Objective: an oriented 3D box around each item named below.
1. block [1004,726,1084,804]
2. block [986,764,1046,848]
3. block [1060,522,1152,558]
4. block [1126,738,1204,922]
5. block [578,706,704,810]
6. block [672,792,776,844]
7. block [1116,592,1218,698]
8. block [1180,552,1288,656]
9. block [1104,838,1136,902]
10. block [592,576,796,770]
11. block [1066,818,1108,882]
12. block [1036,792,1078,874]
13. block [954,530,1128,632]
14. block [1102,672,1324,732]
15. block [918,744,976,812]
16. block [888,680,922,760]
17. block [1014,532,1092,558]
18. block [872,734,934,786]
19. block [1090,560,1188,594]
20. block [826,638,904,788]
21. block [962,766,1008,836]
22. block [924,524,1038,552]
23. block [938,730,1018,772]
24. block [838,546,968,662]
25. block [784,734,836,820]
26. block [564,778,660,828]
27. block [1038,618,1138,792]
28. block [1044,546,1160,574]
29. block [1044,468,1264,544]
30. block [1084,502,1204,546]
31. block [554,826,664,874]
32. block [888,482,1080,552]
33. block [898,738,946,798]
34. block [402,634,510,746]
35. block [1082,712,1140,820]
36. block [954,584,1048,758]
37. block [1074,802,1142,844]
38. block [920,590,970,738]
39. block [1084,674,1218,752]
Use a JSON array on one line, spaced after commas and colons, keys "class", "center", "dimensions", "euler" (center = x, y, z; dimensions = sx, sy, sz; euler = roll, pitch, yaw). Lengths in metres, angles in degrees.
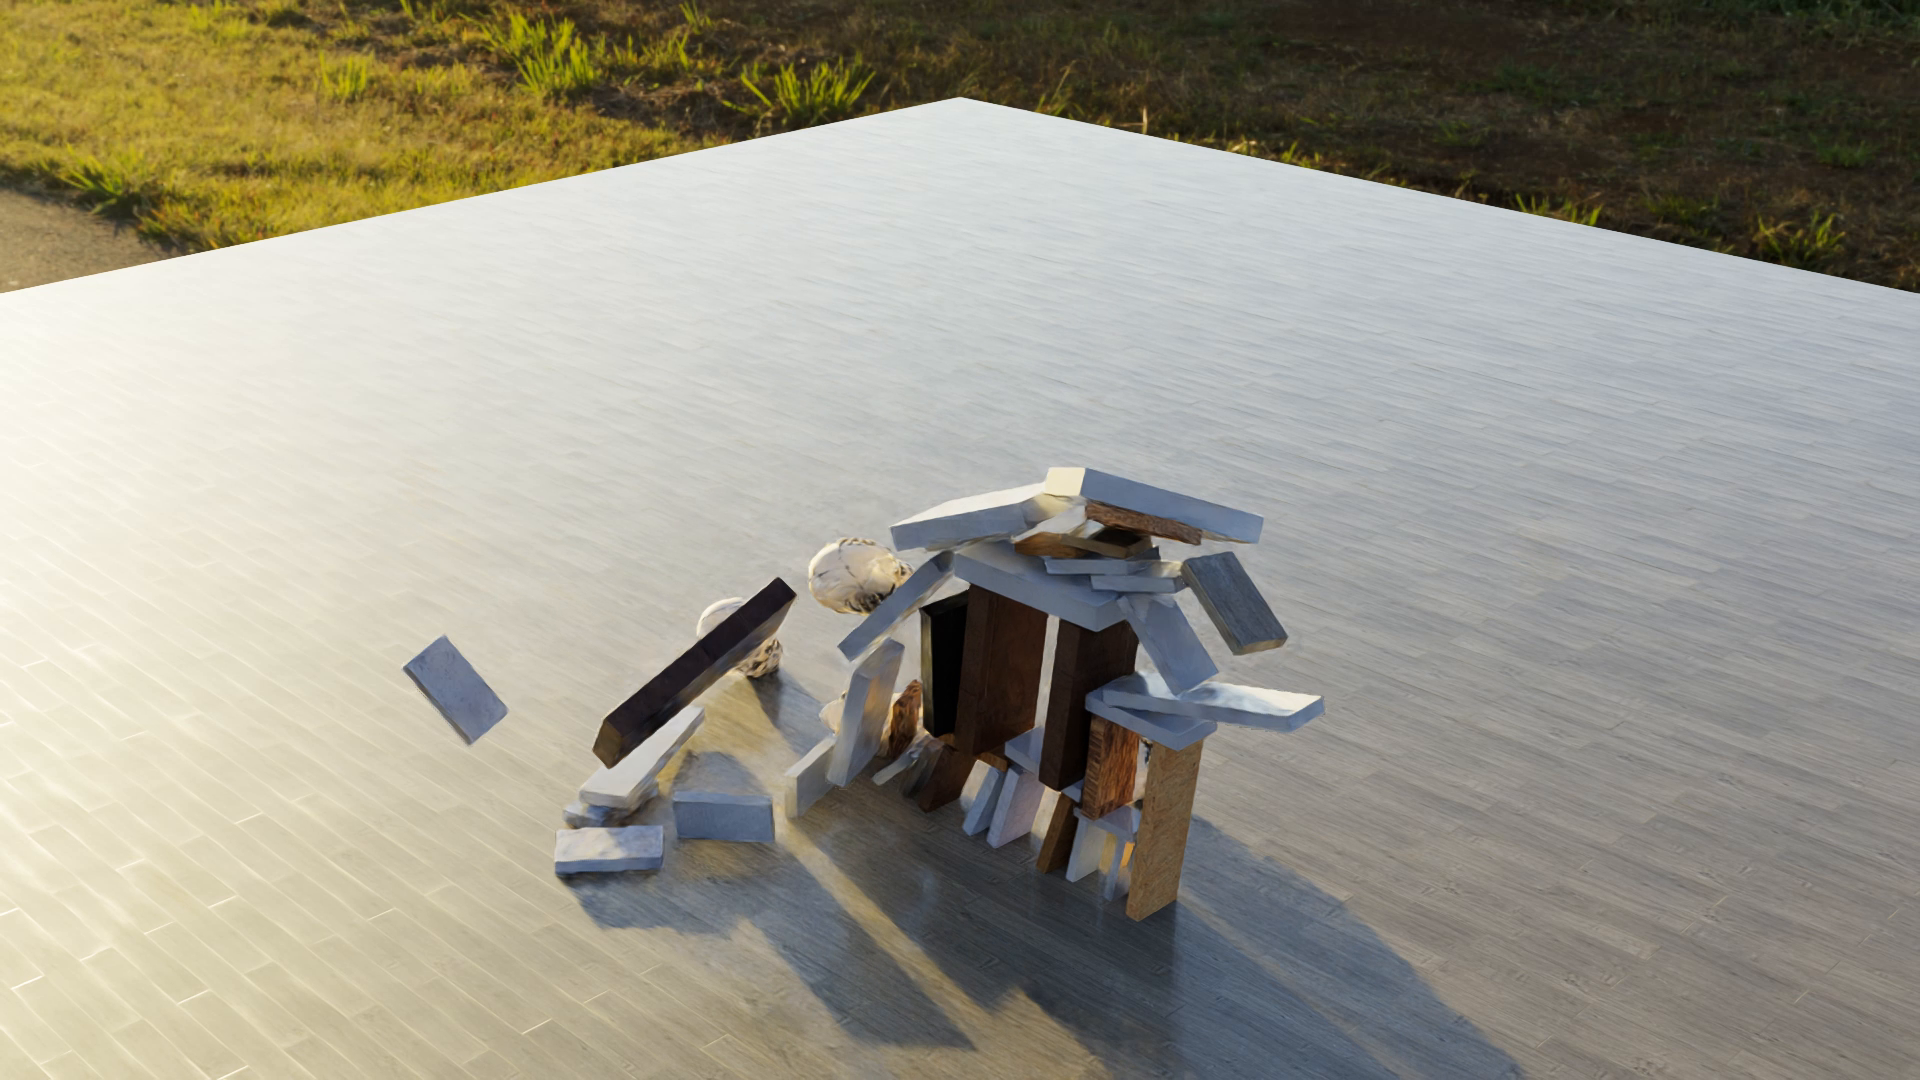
[{"class": "block", "center": [0.191, 0.426, 4.197], "dimensions": [0.099, 0.028, 0.199], "euler": [-21, 38, -40]}, {"class": "block", "center": [0.118, 0.508, 4.310], "dimensions": [0.099, 0.199, 0.028], "euler": [-21, 49, -40]}, {"class": "block", "center": [0.262, 0.000, 3.933], "dimensions": [0.148, 0.021, 0.074], "euler": [14, 26, 41]}, {"class": "block", "center": [0.377, 0.518, 4.042], "dimensions": [0.111, 0.388, 0.031], "euler": [-21, 38, -41]}, {"class": "block", "center": [-0.661, 0.447, 4.605], "dimensions": [0.103, 0.029, 0.425], "euler": [6, 22, 14]}, {"class": "block", "center": [-0.465, 0.548, 4.342], "dimensions": [0.193, 0.096, 0.027], "euler": [2, 34, 6]}, {"class": "block", "center": [0.369, 0.172, 3.902], "dimensions": [0.099, 0.199, 0.028], "euler": [-23, -12, -41]}, {"class": "block", "center": [0.467, 0.107, 3.758], "dimensions": [0.099, 0.028, 0.199], "euler": [-9, 51, -28]}, {"class": "block", "center": [0.315, 0.607, 4.141], "dimensions": [0.073, 0.146, 0.021], "euler": [-21, 44, -41]}, {"class": "block", "center": [-0.497, 0.248, 4.127], "dimensions": [0.050, 0.176, 0.444], "euler": [46, 61, 7]}, {"class": "block", "center": [0.246, 0.581, 4.205], "dimensions": [0.073, 0.146, 0.021], "euler": [-21, 44, -41]}, {"class": "block", "center": [0.213, 0.545, 4.224], "dimensions": [0.099, 0.199, 0.028], "euler": [-21, 50, -41]}, {"class": "block", "center": [0.178, 0.069, 4.053], "dimensions": [0.354, 0.050, 0.177], "euler": [21, 31, 41]}, {"class": "block", "center": [0.440, 0.282, 3.870], "dimensions": [0.411, 0.028, 0.099], "euler": [5, 20, 44]}, {"class": "block", "center": [-0.016, 0.465, 4.432], "dimensions": [0.095, 0.189, 0.027], "euler": [-21, 56, -41]}, {"class": "block", "center": [-0.111, 0.363, 4.433], "dimensions": [0.023, 0.159, 0.080], "euler": [25, 47, 16]}, {"class": "block", "center": [0.179, 0.009, 4.021], "dimensions": [0.149, 0.021, 0.074], "euler": [3, 19, 45]}, {"class": "block", "center": [-0.114, 0.450, 4.520], "dimensions": [0.080, 0.023, 0.159], "euler": [-40, 0, -39]}, {"class": "block", "center": [0.334, 0.063, 3.889], "dimensions": [0.190, 0.027, 0.095], "euler": [2, 18, 45]}, {"class": "block", "center": [-0.190, 0.347, 4.418], "dimensions": [0.040, 0.285, 0.143], "euler": [26, 35, 16]}, {"class": "block", "center": [0.073, 0.500, 4.350], "dimensions": [0.094, 0.189, 0.027], "euler": [-21, 56, -40]}, {"class": "block", "center": [0.037, -0.010, 4.165], "dimensions": [0.234, 0.021, 0.074], "euler": [-10, 10, 45]}, {"class": "block", "center": [0.057, 0.398, 4.323], "dimensions": [0.095, 0.027, 0.189], "euler": [-21, 30, -40]}, {"class": "block", "center": [-0.105, 0.118, 4.266], "dimensions": [0.040, 0.285, 0.143], "euler": [50, 29, 5]}, {"class": "block", "center": [-0.299, 0.483, 4.500], "dimensions": [0.027, 0.096, 0.193], "euler": [11, 25, 24]}, {"class": "block", "center": [-0.708, 0.530, 4.476], "dimensions": [0.096, 0.027, 0.193], "euler": [12, 26, 27]}, {"class": "block", "center": [0.242, 0.280, 4.075], "dimensions": [0.177, 0.354, 0.050], "euler": [-21, 39, -41]}, {"class": "block", "center": [0.256, 0.035, 3.956], "dimensions": [0.190, 0.027, 0.095], "euler": [0, 16, 44]}, {"class": "block", "center": [0.346, -0.062, 3.939], "dimensions": [0.353, 0.050, 0.176], "euler": [15, -3, -18]}, {"class": "block", "center": [0.324, -0.028, 3.893], "dimensions": [0.190, 0.027, 0.095], "euler": [13, -3, 33]}, {"class": "block", "center": [-0.683, 0.603, 4.289], "dimensions": [0.205, 0.029, 0.103], "euler": [-2, 29, -4]}, {"class": "block", "center": [0.051, -0.049, 4.134], "dimensions": [0.353, 0.050, 0.176], "euler": [-10, 10, 46]}, {"class": "block", "center": [-0.066, 0.457, 4.487], "dimensions": [0.023, 0.159, 0.080], "euler": [42, 43, 16]}, {"class": "block", "center": [-1.006, 0.300, 4.392], "dimensions": [0.103, 0.205, 0.029], "euler": [-43, 7, -34]}, {"class": "block", "center": [0.284, 0.404, 4.093], "dimensions": [0.111, 0.221, 0.031], "euler": [-21, 36, -41]}, {"class": "block", "center": [0.083, 0.226, 4.221], "dimensions": [0.050, 0.365, 0.177], "euler": [29, 36, 37]}, {"class": "block", "center": [0.292, 0.521, 4.130], "dimensions": [0.146, 0.021, 0.073], "euler": [21, 31, 41]}, {"class": "block", "center": [-0.004, 0.237, 4.283], "dimensions": [0.143, 0.289, 0.040], "euler": [-20, 38, -26]}, {"class": "block", "center": [0.346, 0.312, 3.988], "dimensions": [0.221, 0.031, 0.111], "euler": [22, 32, 40]}]
